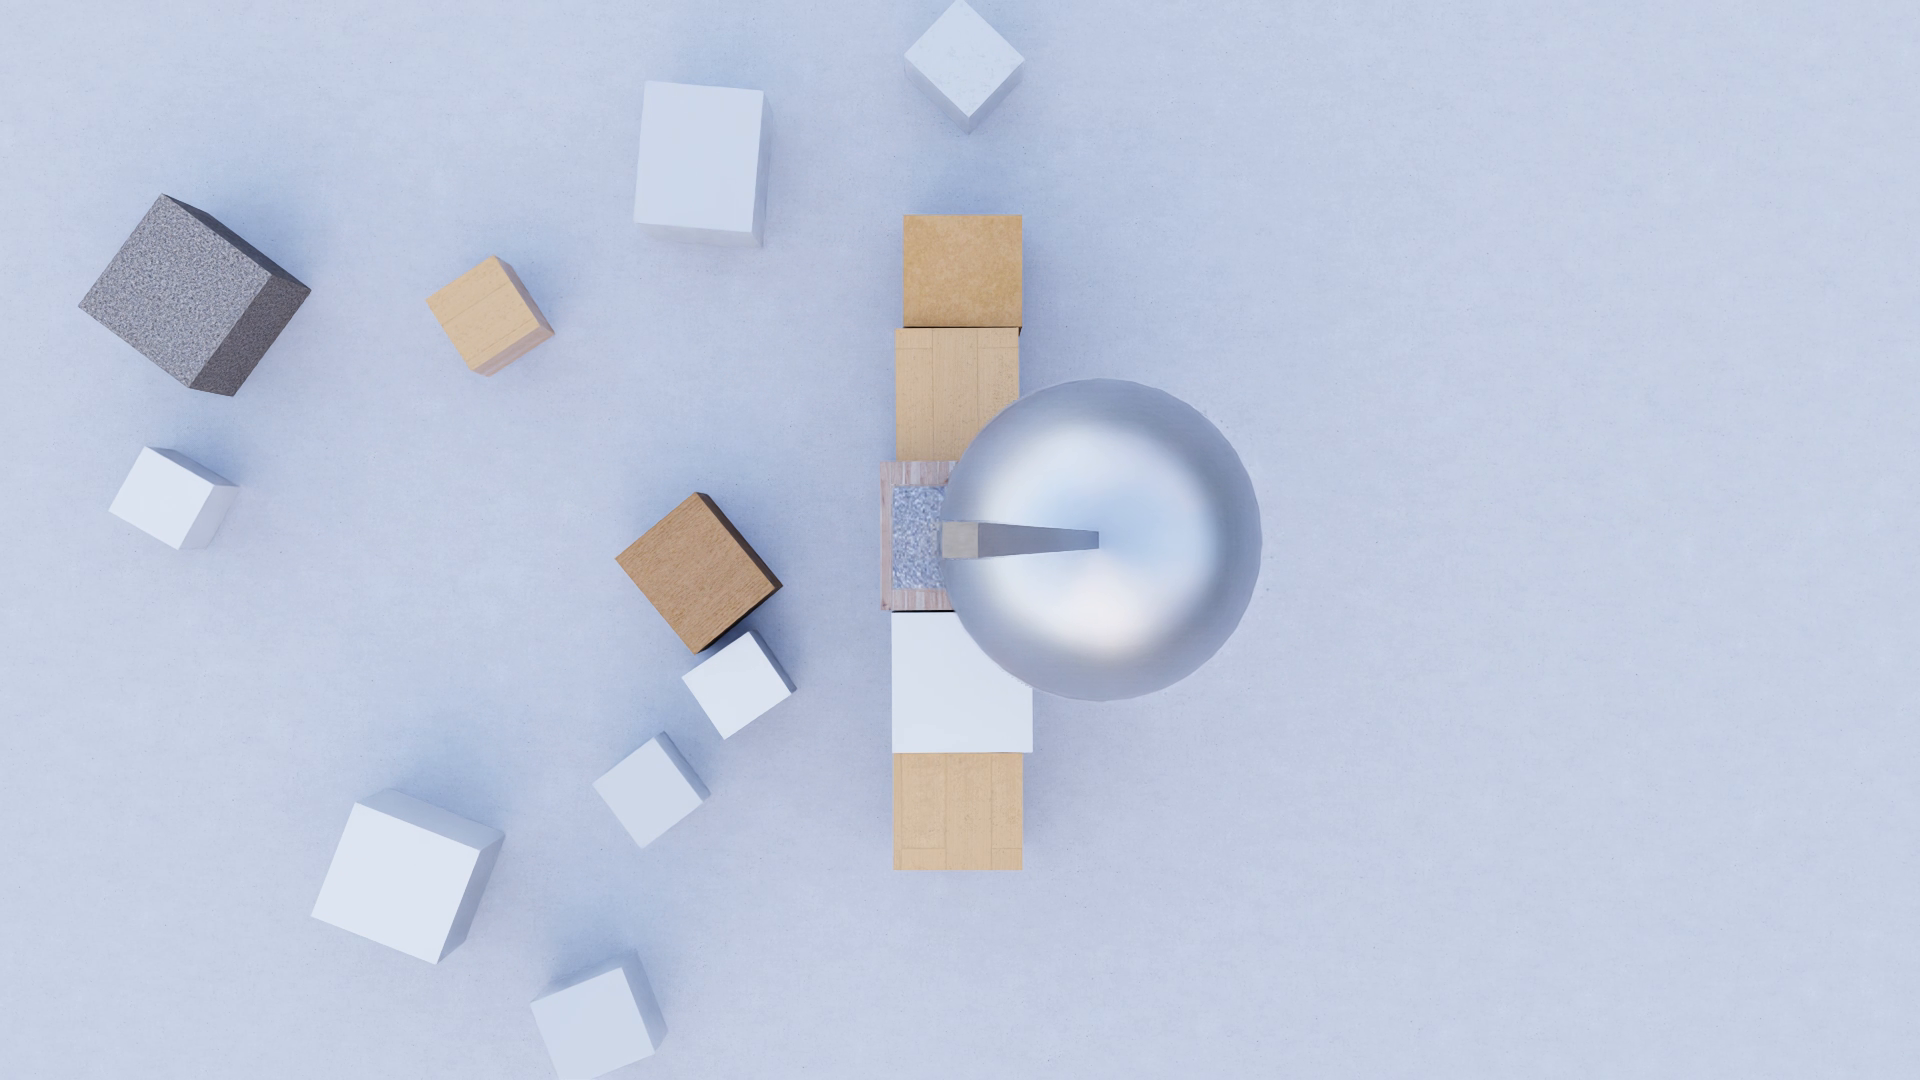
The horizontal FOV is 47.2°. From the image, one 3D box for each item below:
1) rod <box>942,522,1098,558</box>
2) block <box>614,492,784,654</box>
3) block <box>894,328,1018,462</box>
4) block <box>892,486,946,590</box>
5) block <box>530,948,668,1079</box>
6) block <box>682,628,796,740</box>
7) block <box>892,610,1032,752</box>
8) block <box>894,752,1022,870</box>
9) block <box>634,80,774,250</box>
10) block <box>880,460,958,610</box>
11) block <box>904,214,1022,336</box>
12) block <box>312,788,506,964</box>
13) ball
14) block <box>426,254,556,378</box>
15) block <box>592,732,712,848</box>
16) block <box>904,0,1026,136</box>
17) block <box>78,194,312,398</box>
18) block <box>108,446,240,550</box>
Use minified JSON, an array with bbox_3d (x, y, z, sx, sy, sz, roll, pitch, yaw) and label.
[{"bbox_3d":[0.298,0.000,7.486,0.080,5.200,0.080,0,90,7],"label":"rod"},{"bbox_3d":[-1.494,0.188,12.692,0.591,0.616,0.705,-40,90,0],"label":"block"},{"bbox_3d":[-0.015,-0.811,12.651,0.690,0.698,0.748,-1,90,0],"label":"block"},{"bbox_3d":[-0.074,-0.011,11.846,0.559,0.539,0.539,0,90,0],"label":"block"},{"bbox_3d":[-2.079,2.761,12.716,0.560,0.567,0.525,-22,90,0],"label":"block"},{"bbox_3d":[-1.275,0.831,12.769,0.463,0.462,0.432,-34,90,0],"label":"block"},{"bbox_3d":[0.012,0.786,12.558,0.774,0.883,0.771,0,90,0],"label":"block"},{"bbox_3d":[-0.012,1.505,12.595,0.717,0.810,0.651,0,90,0],"label":"block"},{"bbox_3d":[-1.462,-2.143,12.644,0.665,0.711,0.795,5,90,0],"label":"block"},{"bbox_3d":[-0.017,-0.026,12.558,0.846,0.885,0.821,0,90,0],"label":"block"},{"bbox_3d":[0.016,-1.517,12.696,0.671,0.608,0.630,0,90,0],"label":"block"},{"bbox_3d":[-3.155,1.920,12.644,0.750,0.711,0.683,21,90,0],"label":"block"},{"bbox_3d":[0.688,0.000,10.863,1.600,1.600,1.600,0,90,0],"label":"ball"},{"bbox_3d":[-2.719,-1.293,12.758,0.470,0.485,0.485,-33,90,0],"label":"block"},{"bbox_3d":[-1.784,1.446,12.778,0.442,0.444,0.469,-37,90,0],"label":"block"},{"bbox_3d":[0.025,-2.734,12.724,0.511,0.553,0.459,44,90,0],"label":"block"},{"bbox_3d":[-4.371,-1.389,12.620,0.766,0.760,0.787,37,90,0],"label":"block"},{"bbox_3d":[-4.554,-0.240,12.768,0.456,0.464,0.425,29,90,0],"label":"block"}]
